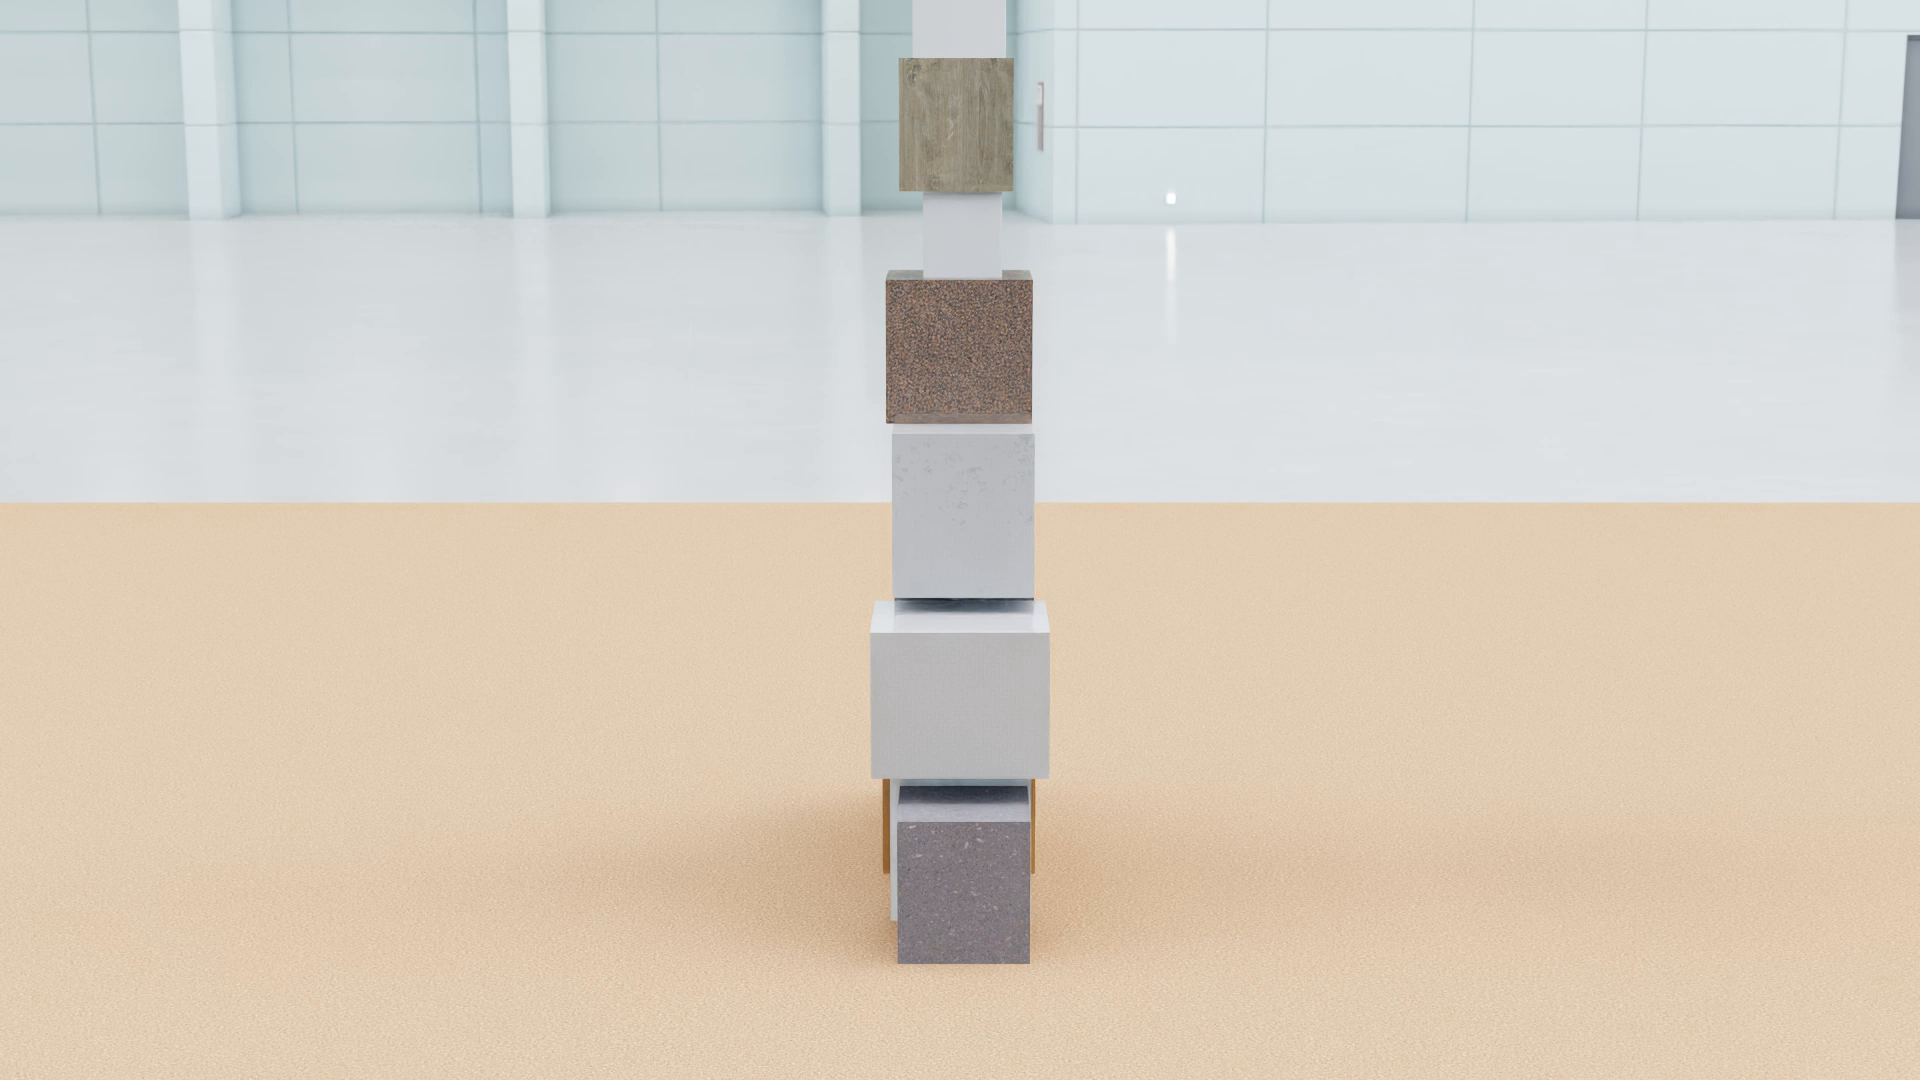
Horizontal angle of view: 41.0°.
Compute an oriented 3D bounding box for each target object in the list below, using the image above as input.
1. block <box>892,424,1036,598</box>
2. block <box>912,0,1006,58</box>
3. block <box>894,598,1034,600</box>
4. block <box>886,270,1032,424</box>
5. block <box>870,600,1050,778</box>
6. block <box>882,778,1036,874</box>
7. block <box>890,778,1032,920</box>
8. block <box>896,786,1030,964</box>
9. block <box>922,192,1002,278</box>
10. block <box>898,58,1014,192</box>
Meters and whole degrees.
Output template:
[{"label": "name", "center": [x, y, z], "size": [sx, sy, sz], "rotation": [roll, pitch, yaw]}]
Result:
[{"label": "block", "center": [0.014, -0.158, 10.892], "size": [0.587, 0.684, 0.671], "rotation": [0, 10, 0]}, {"label": "block", "center": [-0.002, -2.229, 10.775], "size": [0.386, 0.406, 0.403], "rotation": [0, 10, 0]}, {"label": "block", "center": [0.018, 0.435, 11.242], "size": [0.594, 0.608, 0.607], "rotation": [0, 10, 0]}, {"label": "block", "center": [-0.004, -0.838, 11.028], "size": [0.616, 0.606, 0.554], "rotation": [0, 10, 0]}, {"label": "block", "center": [0.000, 0.611, 10.633], "size": [0.722, 0.605, 0.635], "rotation": [0, 10, 0]}, {"label": "block", "center": [-0.005, 1.053, 11.662], "size": [0.676, 0.757, 0.661], "rotation": [0, 10, 0]}, {"label": "block", "center": [0.003, 1.201, 11.020], "size": [0.587, 0.694, 0.635], "rotation": [0, 10, 0]}, {"label": "block", "center": [0.015, 1.358, 10.453], "size": [0.529, 0.589, 0.518], "rotation": [0, 10, 0]}, {"label": "block", "center": [0.011, -1.314, 10.941], "size": [0.331, 0.363, 0.363], "rotation": [0, 10, 0]}, {"label": "block", "center": [-0.016, -1.761, 10.860], "size": [0.474, 0.546, 0.464], "rotation": [0, 10, 0]}]
